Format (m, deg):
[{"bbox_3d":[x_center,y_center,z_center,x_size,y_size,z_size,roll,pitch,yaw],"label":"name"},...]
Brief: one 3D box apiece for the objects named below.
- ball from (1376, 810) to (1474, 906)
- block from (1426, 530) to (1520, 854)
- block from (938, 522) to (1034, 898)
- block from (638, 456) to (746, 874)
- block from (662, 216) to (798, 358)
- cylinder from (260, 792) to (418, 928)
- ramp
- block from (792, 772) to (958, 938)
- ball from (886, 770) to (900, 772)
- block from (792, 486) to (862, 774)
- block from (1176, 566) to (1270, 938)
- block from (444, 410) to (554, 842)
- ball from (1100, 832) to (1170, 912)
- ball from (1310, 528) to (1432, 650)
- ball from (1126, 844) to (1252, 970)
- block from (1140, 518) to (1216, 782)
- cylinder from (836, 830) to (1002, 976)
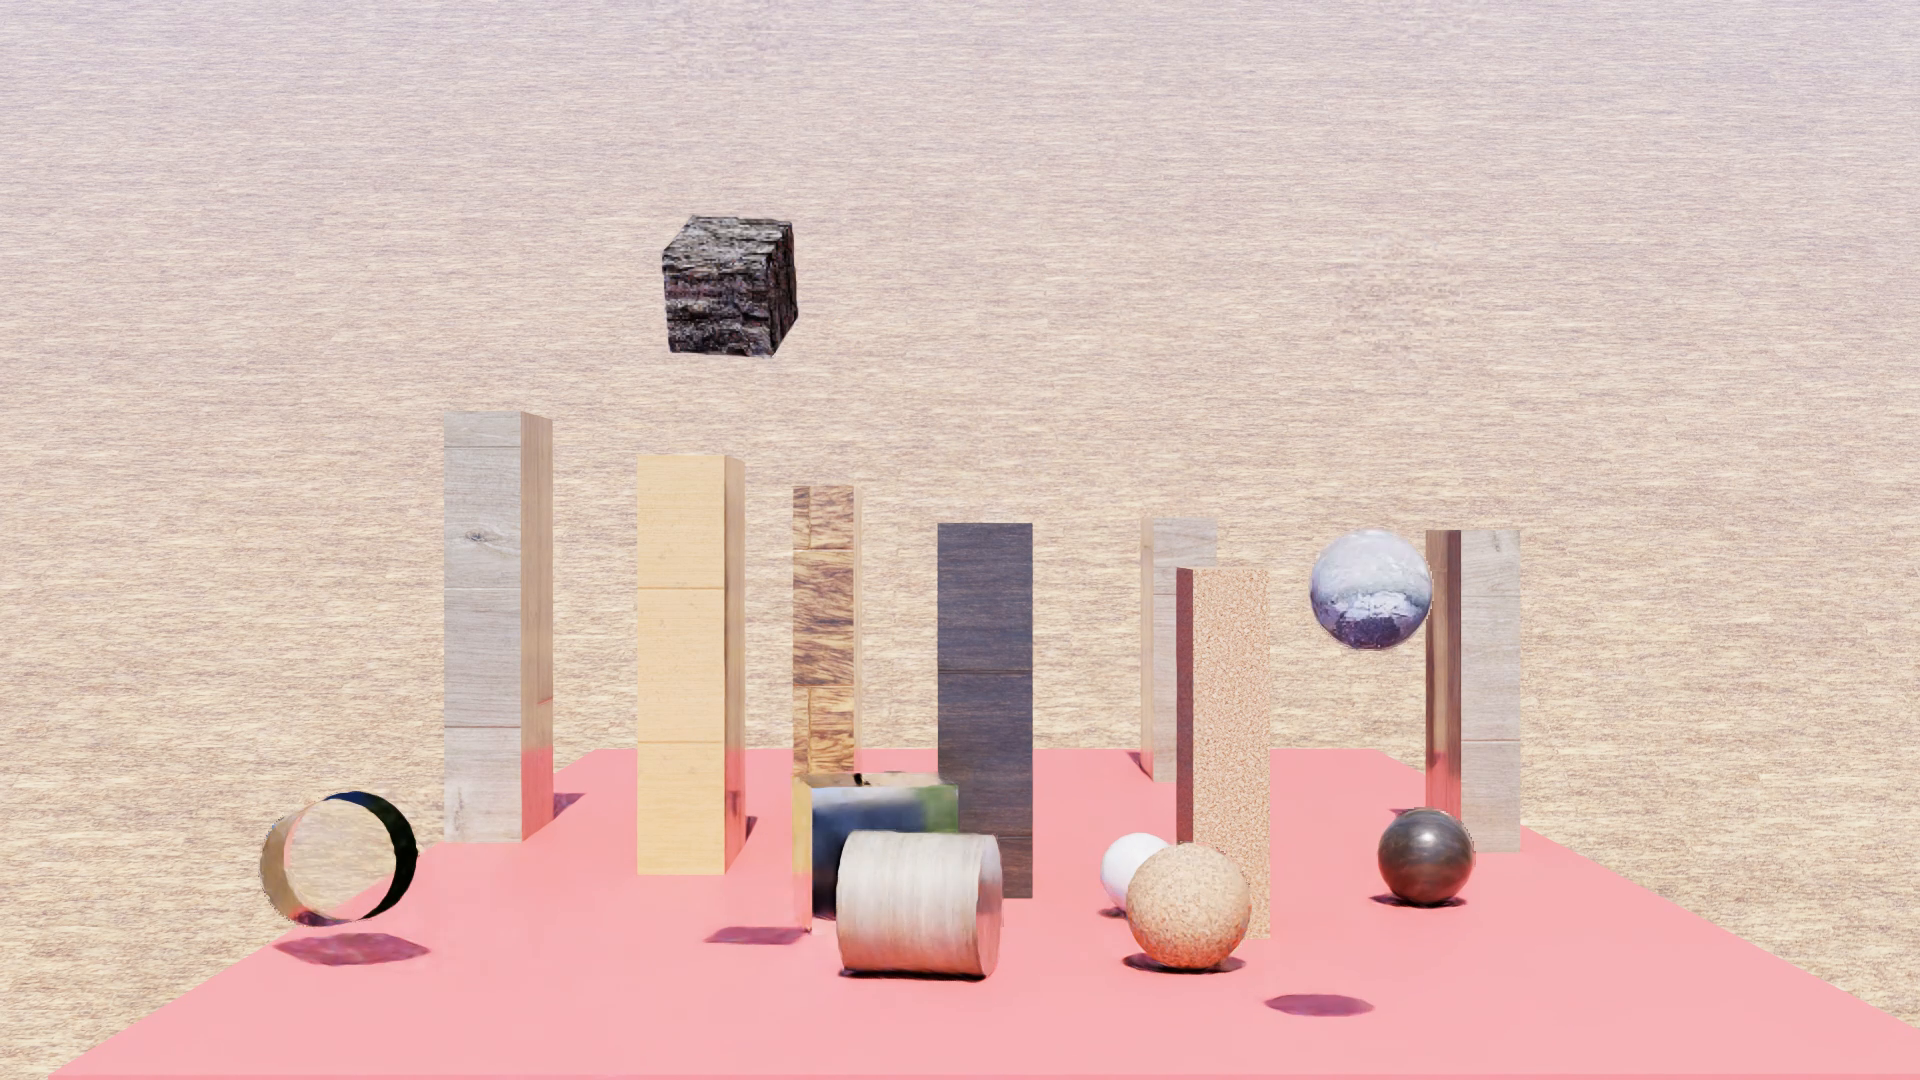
[{"bbox_3d":[0.693,0.472,3.853,0.142,0.142,0.142,0,30,0],"label":"ball"},{"bbox_3d":[0.918,0.261,4.644,0.102,0.559,0.342,0,0,0],"label":"block"},{"bbox_3d":[0.038,0.258,4.127,0.145,0.570,0.425,0,0,0],"label":"block"},{"bbox_3d":[-0.453,0.202,4.400,0.141,0.681,0.413,0,0,0],"label":"block"},{"bbox_3d":[-0.265,-0.294,2.997,0.121,0.121,0.121,4,29,11],"label":"block"},{"bbox_3d":[-0.809,0.417,3.363,0.164,0.164,0.164,-19,-1,-30],"label":"cylinder"},{"bbox_3d":[0.066,0.591,4.645,2.000,0.100,4.000,0,0,0],"label":"ramp"},{"bbox_3d":[-0.122,0.442,3.664,0.205,0.205,0.205,0,0,-11],"label":"block"},{"bbox_3d":[-0.120,0.480,4.694,0.123,0.123,0.123,0,30,0],"label":"ball"},{"bbox_3d":[-0.250,0.221,4.926,0.111,0.641,0.397,0,0,0],"label":"block"},{"bbox_3d":[0.370,0.292,3.666,0.105,0.504,0.276,0,0,0],"label":"block"},{"bbox_3d":[-0.855,0.155,4.812,0.138,0.773,0.366,0,0,0],"label":"block"},{"bbox_3d":[0.260,0.480,3.724,0.117,0.117,0.117,0,30,0],"label":"ball"},{"bbox_3d":[0.428,0.052,2.700,0.126,0.126,0.126,0,30,0],"label":"ball"},{"bbox_3d":[0.290,0.465,3.284,0.159,0.159,0.159,0,30,0],"label":"ball"},{"bbox_3d":[0.500,0.243,5.949,0.141,0.589,0.411,0,0,0],"label":"block"},{"bbox_3d":[-0.049,0.456,3.251,0.176,0.176,0.176,0,29,11],"label":"cylinder"}]
